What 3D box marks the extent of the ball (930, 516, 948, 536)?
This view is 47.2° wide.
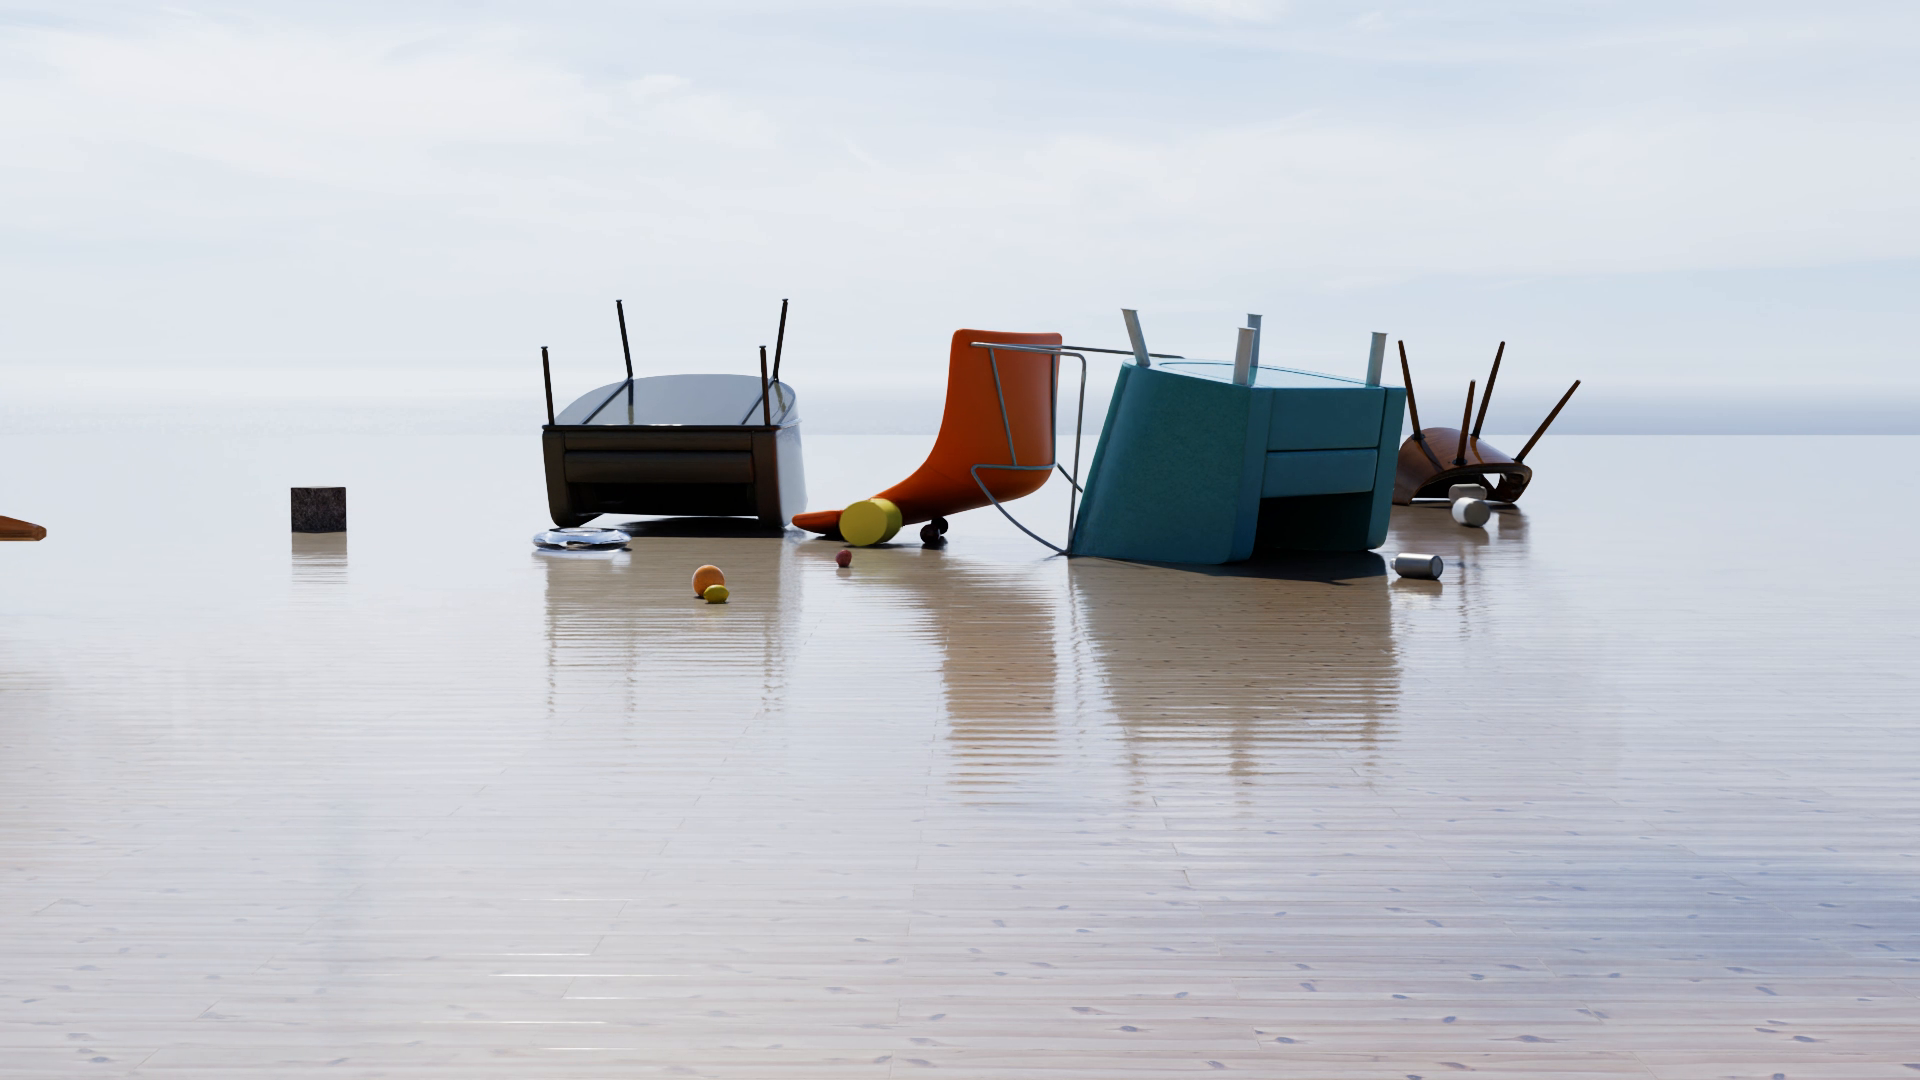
[{"bbox_3d":[-0.064,-0.044,6.764,0.057,0.057,0.057,0,4,0],"label":"ball"}]

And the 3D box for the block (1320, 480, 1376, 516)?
[{"bbox_3d":[1.384,-0.153,7.859,0.194,0.125,0.085,1,4,9],"label":"block"}]

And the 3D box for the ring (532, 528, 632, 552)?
[{"bbox_3d":[-1.068,-0.002,6.198,0.258,0.053,0.363,-4,5,-35],"label":"ring"}]

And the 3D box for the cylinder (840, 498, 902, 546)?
[{"bbox_3d":[-0.257,-0.052,6.352,0.147,0.129,0.136,-17,-2,18],"label":"cylinder"}]

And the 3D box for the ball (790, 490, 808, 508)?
[{"bbox_3d":[-0.603,-0.150,8.240,0.067,0.067,0.067,0,4,0],"label":"ball"}]

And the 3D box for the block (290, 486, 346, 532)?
[{"bbox_3d":[-2.053,-0.102,7.039,0.122,0.135,0.121,3,5,33],"label":"block"}]
